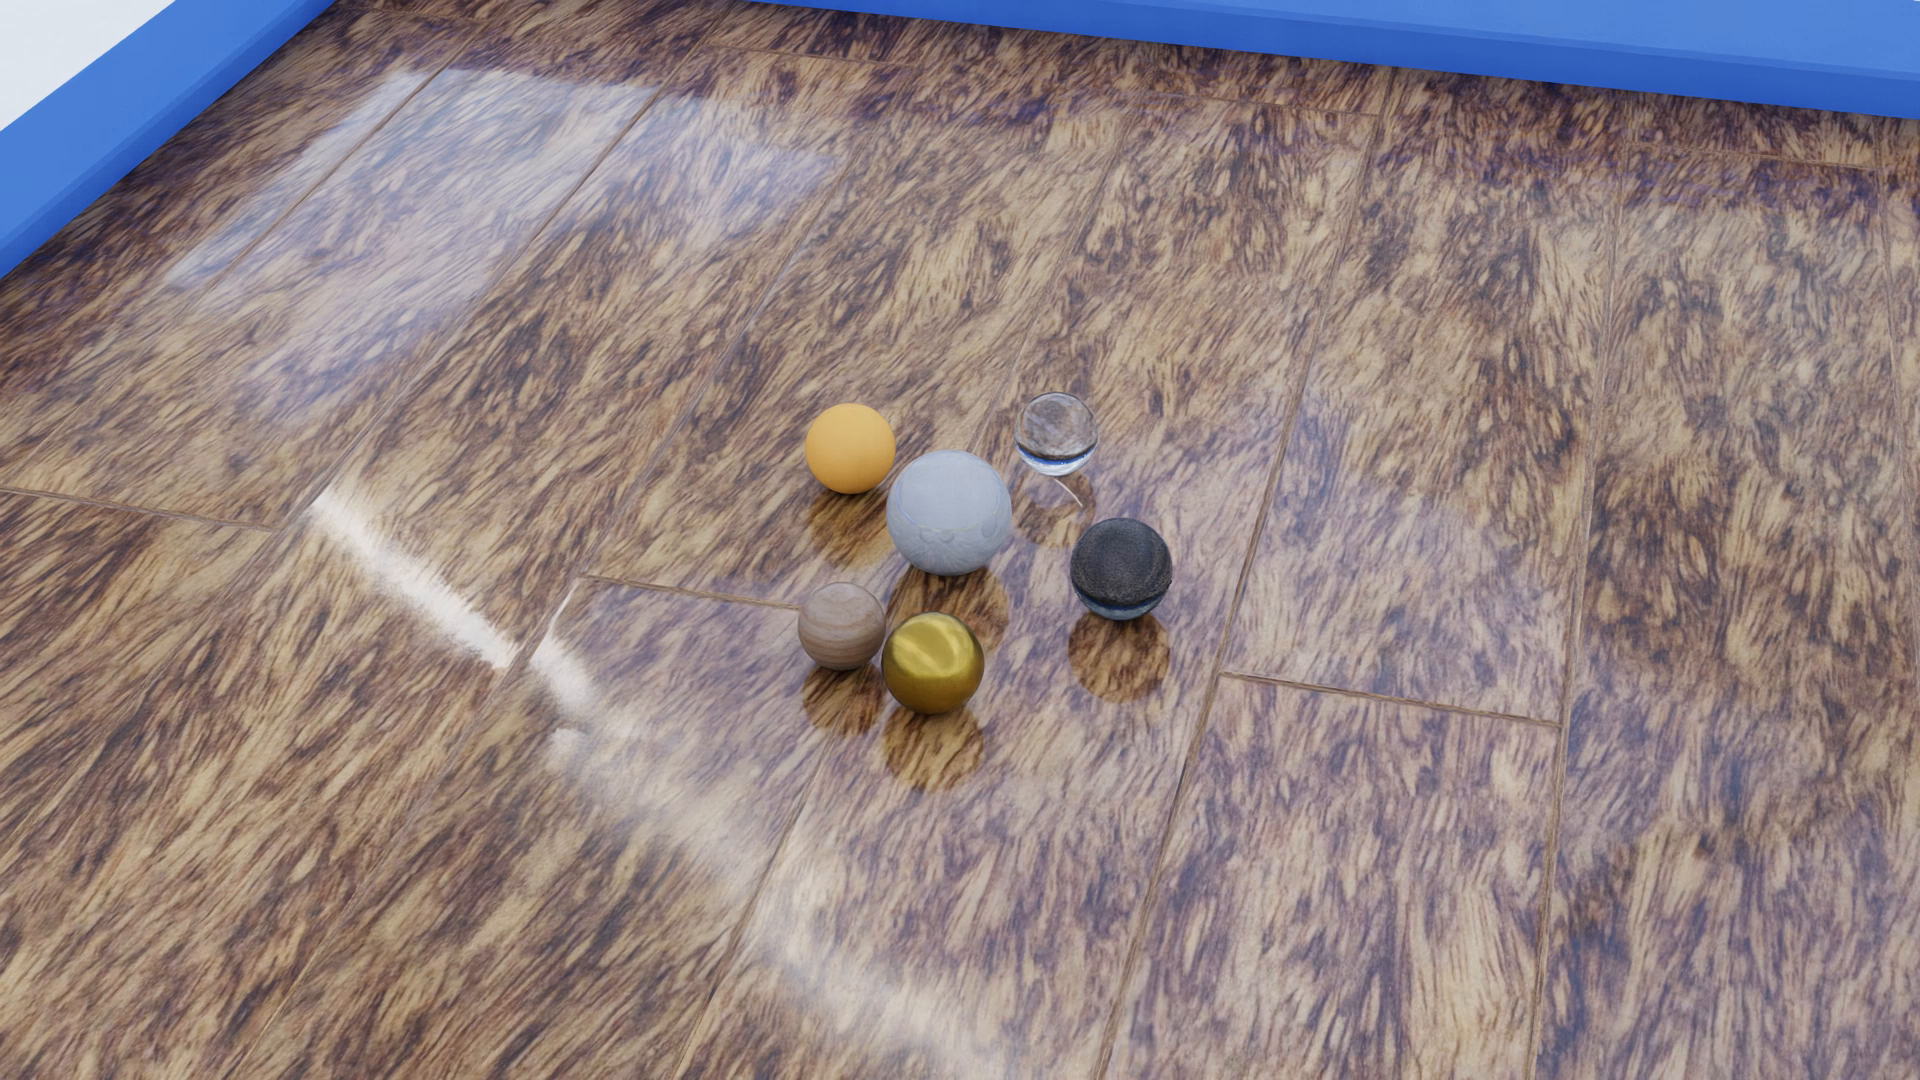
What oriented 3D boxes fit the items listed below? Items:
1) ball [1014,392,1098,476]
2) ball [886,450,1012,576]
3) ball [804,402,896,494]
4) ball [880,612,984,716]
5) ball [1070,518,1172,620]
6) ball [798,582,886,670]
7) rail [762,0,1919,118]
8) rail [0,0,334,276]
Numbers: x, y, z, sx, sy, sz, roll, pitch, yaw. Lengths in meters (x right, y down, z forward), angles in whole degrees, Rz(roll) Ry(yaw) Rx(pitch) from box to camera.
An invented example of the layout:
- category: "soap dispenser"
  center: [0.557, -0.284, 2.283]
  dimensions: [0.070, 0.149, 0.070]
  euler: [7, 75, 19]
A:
- category: "ball"
  center: [0.078, -0.086, 2.086]
  dimensions: [0.069, 0.069, 0.069]
  euler: [0, 34, 0]
- category: "ball"
  center: [-0.009, -0.021, 1.964]
  dimensions: [0.097, 0.097, 0.097]
  euler: [0, 34, 0]
- category: "ball"
  center: [-0.088, -0.074, 2.064]
  dimensions: [0.073, 0.073, 0.073]
  euler: [0, 34, 0]
- category: "ball"
  center: [-0.019, 0.088, 1.824]
  dimensions: [0.074, 0.074, 0.074]
  euler: [0, 34, 0]
- category: "ball"
  center: [0.120, 0.022, 1.918]
  dimensions: [0.077, 0.077, 0.077]
  euler: [0, 34, 0]
- category: "ball"
  center: [-0.086, 0.063, 1.869]
  dimensions: [0.065, 0.065, 0.065]
  euler: [0, 34, 0]
- category: "rail"
  center: [1.218, -0.447, 2.570]
  dimensions: [3.948, 0.126, 0.045]
  euler: [8, 35, 12]
- category: "rail"
  center: [-0.932, -0.157, 2.138]
  dimensions: [0.045, 0.126, 2.135]
  euler: [8, 35, 12]
